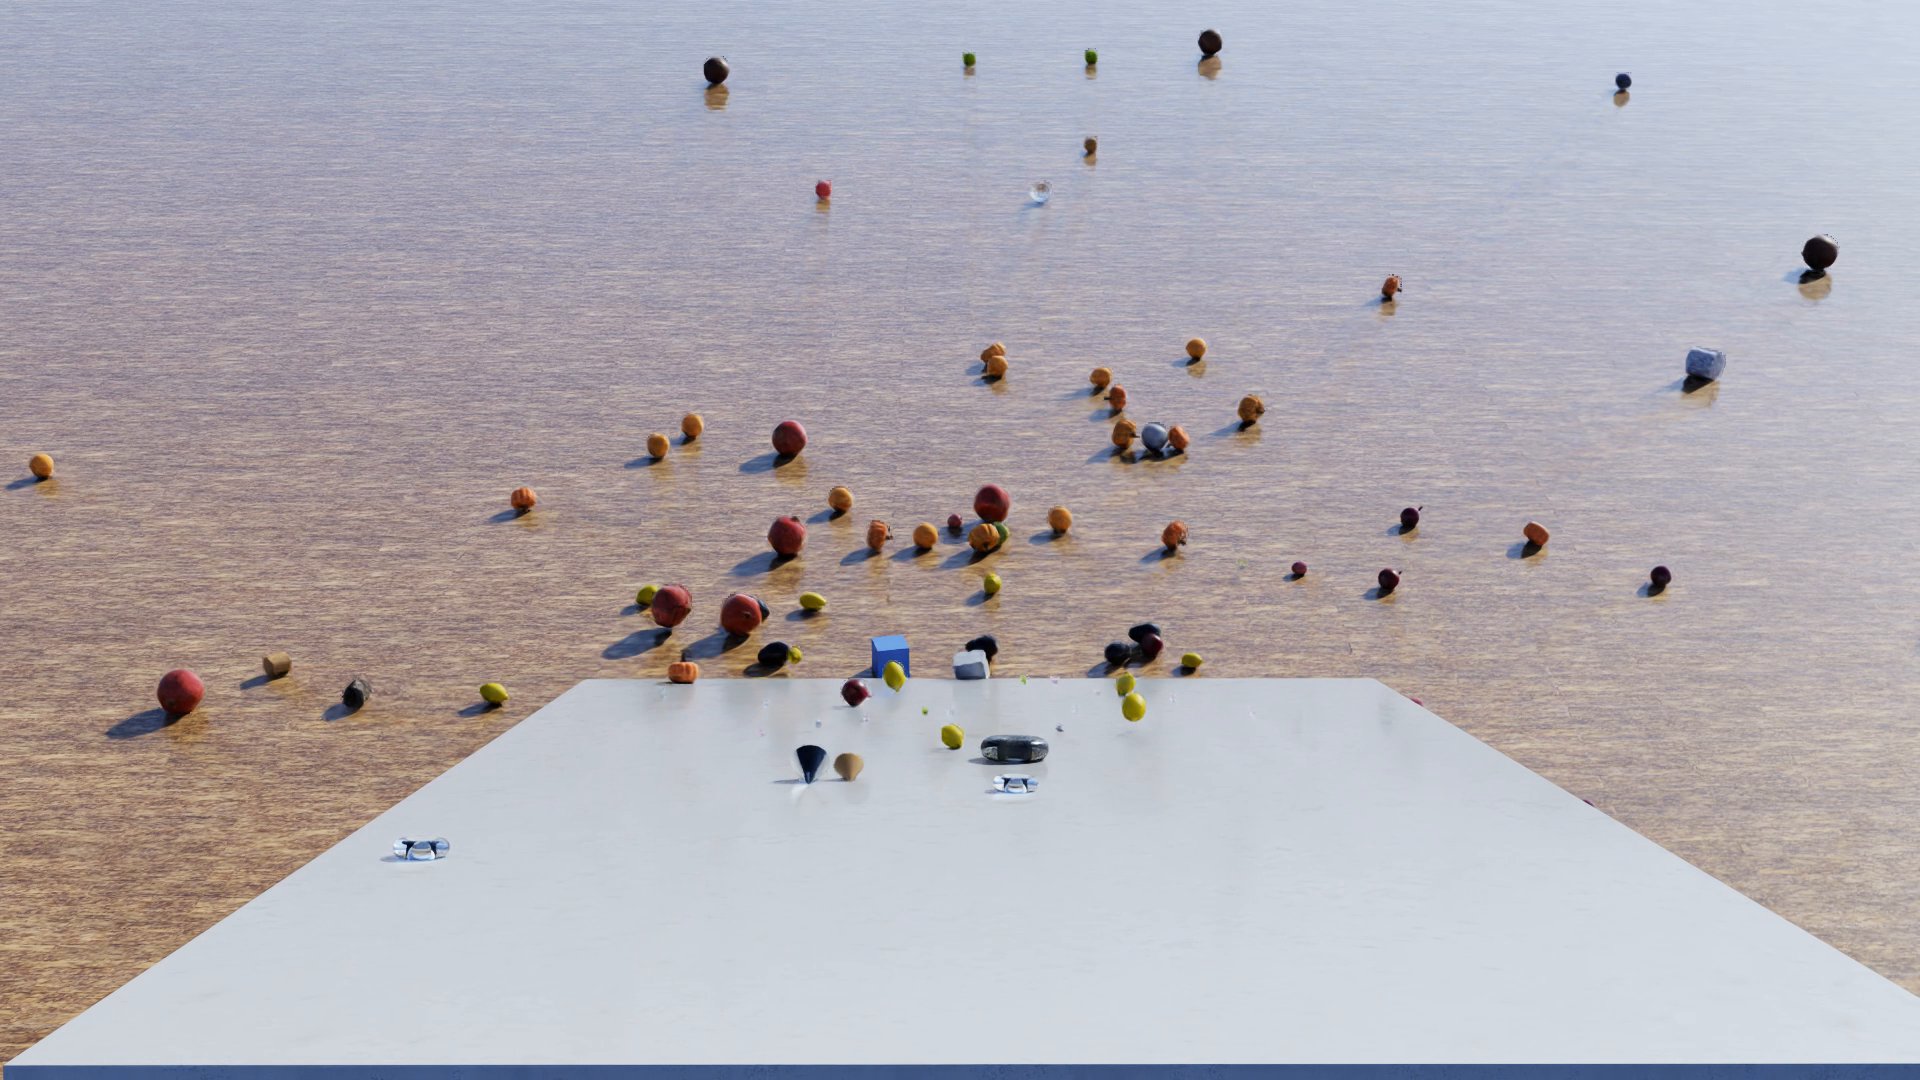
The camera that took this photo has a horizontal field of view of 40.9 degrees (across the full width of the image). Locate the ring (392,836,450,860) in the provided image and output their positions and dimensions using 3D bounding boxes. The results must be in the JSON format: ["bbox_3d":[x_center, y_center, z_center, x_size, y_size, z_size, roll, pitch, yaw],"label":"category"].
[{"bbox_3d":[-0.792,0.452,3.786,0.083,0.028,0.083,1,2,0],"label":"ring"}]

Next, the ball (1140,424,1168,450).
[{"bbox_3d":[0.622,-0.329,8.250,0.085,0.085,0.085,0,23,0],"label":"ball"}]

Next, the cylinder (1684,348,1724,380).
[{"bbox_3d":[2.569,-0.608,8.888,0.094,0.094,0.094,20,30,39],"label":"cylinder"}]

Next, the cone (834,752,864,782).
[{"bbox_3d":[-0.198,0.419,4.619,0.054,0.054,0.054,-2,29,-4],"label":"cone"}]

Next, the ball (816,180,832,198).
[{"bbox_3d":[-0.582,-1.498,10.993,0.070,0.070,0.070,0,23,0],"label":"ball"}]

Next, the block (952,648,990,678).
[{"bbox_3d":[0.030,0.335,6.580,0.077,0.077,0.077,-10,21,8],"label":"block"}]

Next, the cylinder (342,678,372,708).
[{"bbox_3d":[-1.546,0.394,6.601,0.057,0.057,0.057,3,23,6],"label":"cylinder"}]

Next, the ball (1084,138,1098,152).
[{"bbox_3d":[0.596,-1.793,11.684,0.067,0.067,0.067,0,23,0],"label":"ball"}]

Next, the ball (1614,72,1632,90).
[{"bbox_3d":[3.299,-2.282,12.805,0.081,0.081,0.081,0,23,0],"label":"ball"}]

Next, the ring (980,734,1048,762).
[{"bbox_3d":[0.104,0.397,4.909,0.131,0.044,0.131,1,1,0],"label":"ring"}]

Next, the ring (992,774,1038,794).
[{"bbox_3d":[0.097,0.424,4.481,0.080,0.027,0.080,1,3,0],"label":"ring"}]

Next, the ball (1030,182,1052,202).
[{"bbox_3d":[0.344,-1.473,10.914,0.086,0.086,0.086,0,23,0],"label":"ball"}]

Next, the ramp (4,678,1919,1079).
[{"bbox_3d":[0.053,0.484,4.539,2.000,0.100,4.000,0,2,0],"label":"ramp"}]

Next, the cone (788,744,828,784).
[{"bbox_3d":[-0.268,0.416,4.596,0.072,0.072,0.072,-3,42,-8],"label":"cone"}]

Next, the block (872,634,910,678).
[{"bbox_3d":[-0.183,0.308,6.767,0.084,0.084,0.084,-5,24,-12],"label":"block"}]
